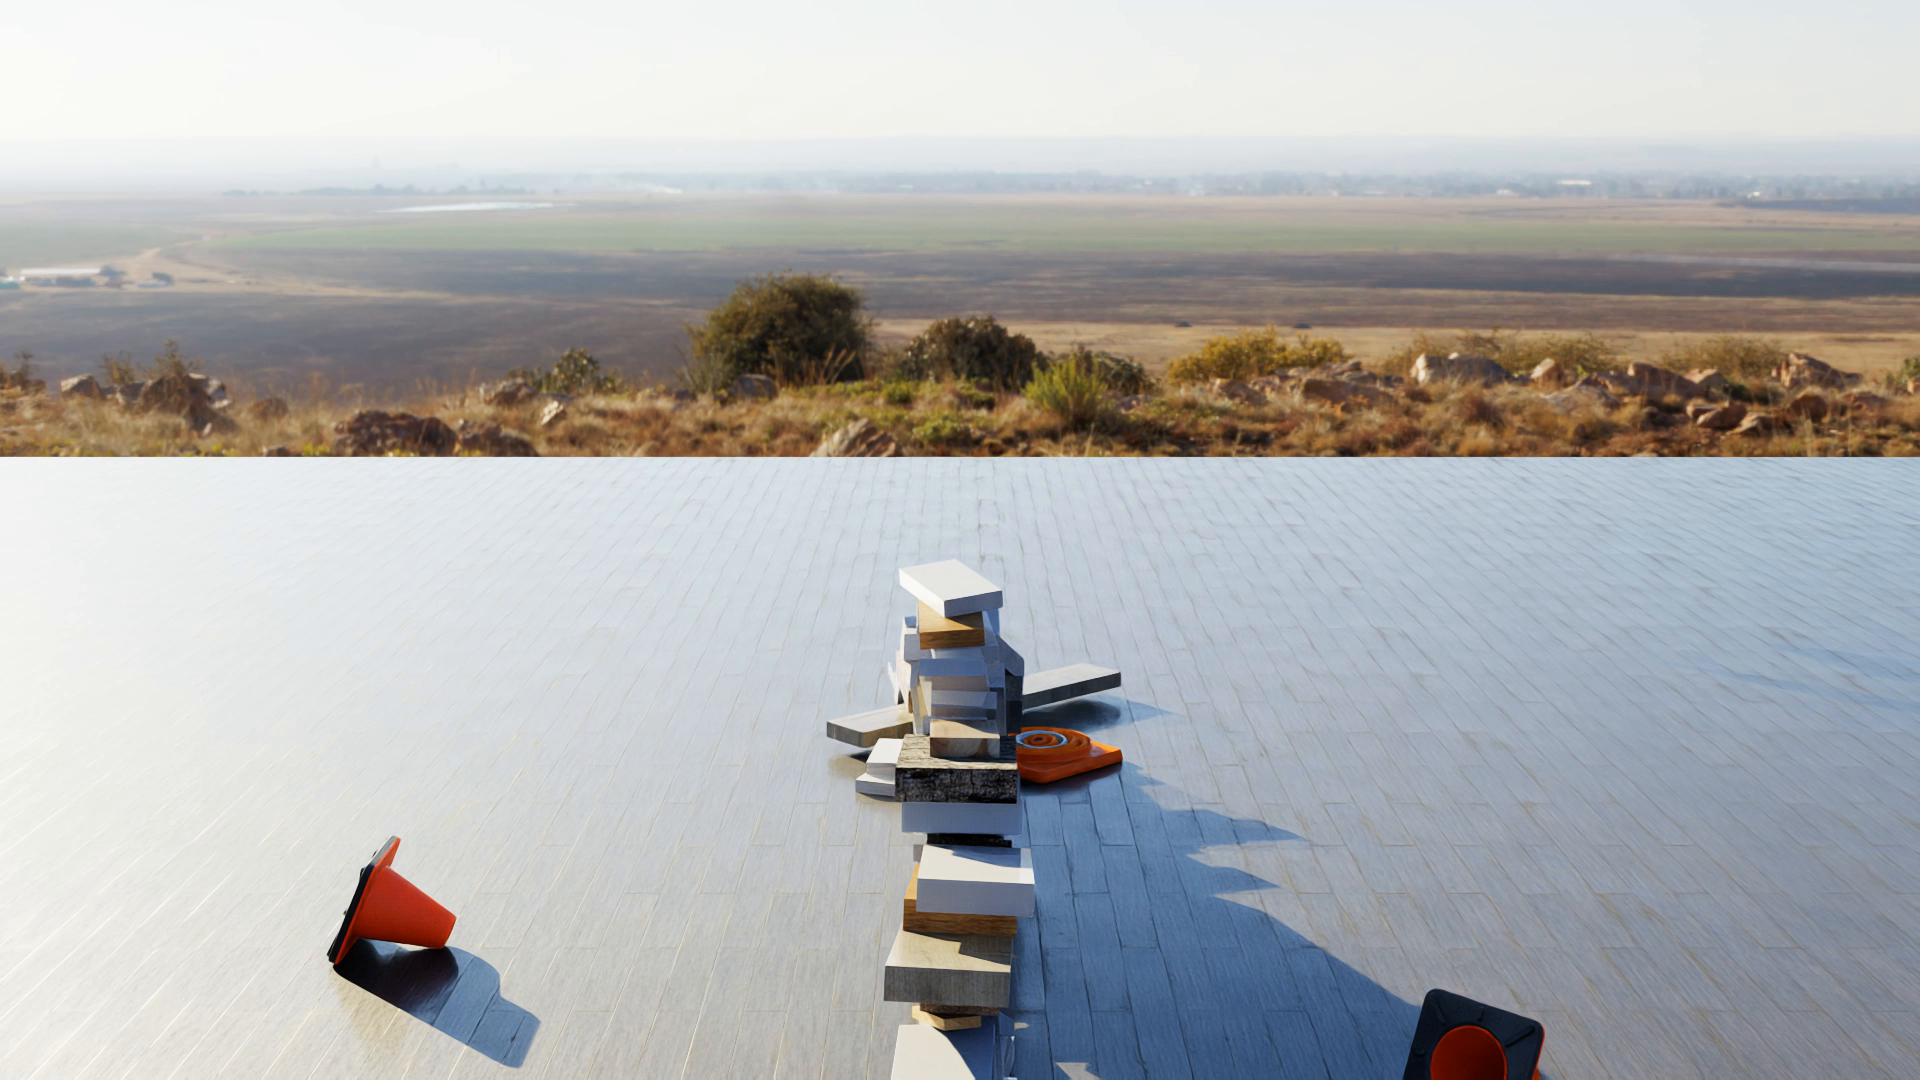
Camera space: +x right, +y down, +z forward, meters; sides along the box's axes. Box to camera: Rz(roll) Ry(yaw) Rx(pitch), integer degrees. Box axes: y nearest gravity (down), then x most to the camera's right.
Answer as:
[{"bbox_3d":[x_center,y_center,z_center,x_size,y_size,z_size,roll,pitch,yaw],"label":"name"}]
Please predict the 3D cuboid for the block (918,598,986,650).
[{"bbox_3d":[-0.015,0.126,3.507,0.101,0.029,0.202,-4,16,-1],"label":"block"}]

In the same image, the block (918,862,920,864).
[{"bbox_3d":[-0.008,0.495,3.819,0.126,0.036,0.251,0,33,0],"label":"block"}]

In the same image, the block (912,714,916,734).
[{"bbox_3d":[-0.013,0.353,4.504,0.167,0.047,0.535,0,11,-3],"label":"block"}]

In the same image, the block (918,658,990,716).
[{"bbox_3d":[-0.005,0.237,3.455,0.101,0.029,0.203,-1,-25,4],"label":"block"}]

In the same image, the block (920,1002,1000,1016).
[{"bbox_3d":[0.004,0.583,2.886,0.098,0.028,0.347,3,-4,2],"label":"block"}]

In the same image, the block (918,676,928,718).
[{"bbox_3d":[-0.013,0.278,3.594,0.100,0.028,0.200,0,-34,3],"label":"block"}]

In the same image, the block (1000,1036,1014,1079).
[{"bbox_3d":[0.012,0.677,2.833,0.102,0.029,0.203,-1,0,6],"label":"block"}]

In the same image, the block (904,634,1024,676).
[{"bbox_3d":[0.011,0.202,3.712,0.153,0.043,0.305,-1,-11,10],"label":"block"}]

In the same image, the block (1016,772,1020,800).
[{"bbox_3d":[0.006,0.403,3.550,0.171,0.049,0.343,1,-8,0],"label":"block"}]

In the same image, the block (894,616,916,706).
[{"bbox_3d":[-0.073,0.265,4.809,0.118,0.236,0.033,-2,39,-12],"label":"block"}]

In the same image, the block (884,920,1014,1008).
[{"bbox_3d":[-0.007,0.537,2.871,0.149,0.042,0.489,3,-1,2],"label":"block"}]

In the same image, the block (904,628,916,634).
[{"bbox_3d":[-0.058,0.216,4.634,0.091,0.026,0.183,-2,11,-12],"label":"block"}]

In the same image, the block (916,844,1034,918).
[{"bbox_3d":[0.021,0.453,2.944,0.149,0.042,0.299,3,1,1],"label":"block"}]

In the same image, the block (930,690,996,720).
[{"bbox_3d":[0.004,0.290,3.499,0.101,0.029,0.202,2,-25,-1],"label":"block"}]

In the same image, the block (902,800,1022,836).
[{"bbox_3d":[0.003,0.426,3.369,0.171,0.049,0.499,1,-8,0],"label":"block"}]

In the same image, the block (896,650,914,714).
[{"bbox_3d":[-0.038,0.292,4.571,0.167,0.047,0.334,-1,11,-6],"label":"block"}]

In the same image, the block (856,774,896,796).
[{"bbox_3d":[-0.131,0.461,4.296,0.085,0.024,0.171,4,11,21],"label":"block"}]

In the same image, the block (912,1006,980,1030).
[{"bbox_3d":[-0.017,0.594,2.742,0.049,0.014,0.105,0,-2,-23],"label":"block"}]

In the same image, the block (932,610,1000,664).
[{"bbox_3d":[0.001,0.155,3.506,0.100,0.028,0.200,-5,16,-4],"label":"block"}]

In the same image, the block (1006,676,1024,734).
[{"bbox_3d":[0.033,0.291,3.878,0.153,0.043,0.305,1,-15,1],"label":"block"}]

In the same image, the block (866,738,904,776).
[{"bbox_3d":[-0.130,0.428,4.343,0.085,0.024,0.171,1,11,6],"label":"block"}]

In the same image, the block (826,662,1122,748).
[{"bbox_3d":[0.043,0.351,4.732,0.753,0.033,0.118,-9,14,-41],"label":"block"}]

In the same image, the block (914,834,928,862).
[{"bbox_3d":[-0.014,0.456,3.745,0.126,0.036,0.251,0,30,0],"label":"block"}]

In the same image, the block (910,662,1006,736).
[{"bbox_3d":[0.002,0.315,3.768,0.153,0.043,0.444,1,-26,2],"label":"block"}]

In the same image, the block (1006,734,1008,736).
[{"bbox_3d":[0.015,0.324,4.110,0.145,0.041,0.290,0,29,0],"label":"block"}]

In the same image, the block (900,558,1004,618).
[{"bbox_3d":[-0.016,0.077,3.571,0.101,0.029,0.202,-10,17,-20],"label":"block"}]

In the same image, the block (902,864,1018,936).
[{"bbox_3d":[0.005,0.494,3.032,0.149,0.042,0.299,3,1,2],"label":"block"}]

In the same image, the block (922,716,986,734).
[{"bbox_3d":[-0.007,0.331,3.520,0.100,0.028,0.201,1,-25,1],"label":"block"}]

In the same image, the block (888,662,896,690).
[{"bbox_3d":[-0.035,0.313,4.989,0.236,0.033,0.118,-2,26,-12],"label":"block"}]

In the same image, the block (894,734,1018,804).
[{"bbox_3d":[-0.003,0.337,3.259,0.171,0.049,0.343,1,3,1],"label":"block"}]

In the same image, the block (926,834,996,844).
[{"bbox_3d":[0.003,0.505,3.333,0.108,0.031,0.217,1,16,0],"label":"block"}]

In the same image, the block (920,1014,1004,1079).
[{"bbox_3d":[0.001,0.647,2.738,0.102,0.029,0.203,-3,14,-1],"label":"block"}]

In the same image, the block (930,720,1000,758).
[{"bbox_3d":[0.006,0.296,3.293,0.101,0.029,0.202,1,3,-1],"label":"block"}]

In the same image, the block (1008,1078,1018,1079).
[{"bbox_3d":[-0.022,0.709,2.602,0.118,0.034,0.469,-1,0,9],"label":"block"}]

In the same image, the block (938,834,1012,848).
[{"bbox_3d":[0.011,0.518,3.202,0.108,0.031,0.217,5,36,5],"label":"block"}]

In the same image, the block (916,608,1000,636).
[{"bbox_3d":[-0.003,0.220,4.450,0.167,0.047,0.334,3,30,-3],"label":"block"}]

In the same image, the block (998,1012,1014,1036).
[{"bbox_3d":[0.012,0.658,2.971,0.102,0.029,0.203,-1,-16,7],"label":"block"}]

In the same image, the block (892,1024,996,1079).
[{"bbox_3d":[-0.021,0.646,2.616,0.118,0.034,0.237,-2,14,3],"label":"block"}]

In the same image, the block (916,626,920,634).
[{"bbox_3d":[0.003,0.176,3.765,0.101,0.029,0.202,-2,-11,16],"label":"block"}]
